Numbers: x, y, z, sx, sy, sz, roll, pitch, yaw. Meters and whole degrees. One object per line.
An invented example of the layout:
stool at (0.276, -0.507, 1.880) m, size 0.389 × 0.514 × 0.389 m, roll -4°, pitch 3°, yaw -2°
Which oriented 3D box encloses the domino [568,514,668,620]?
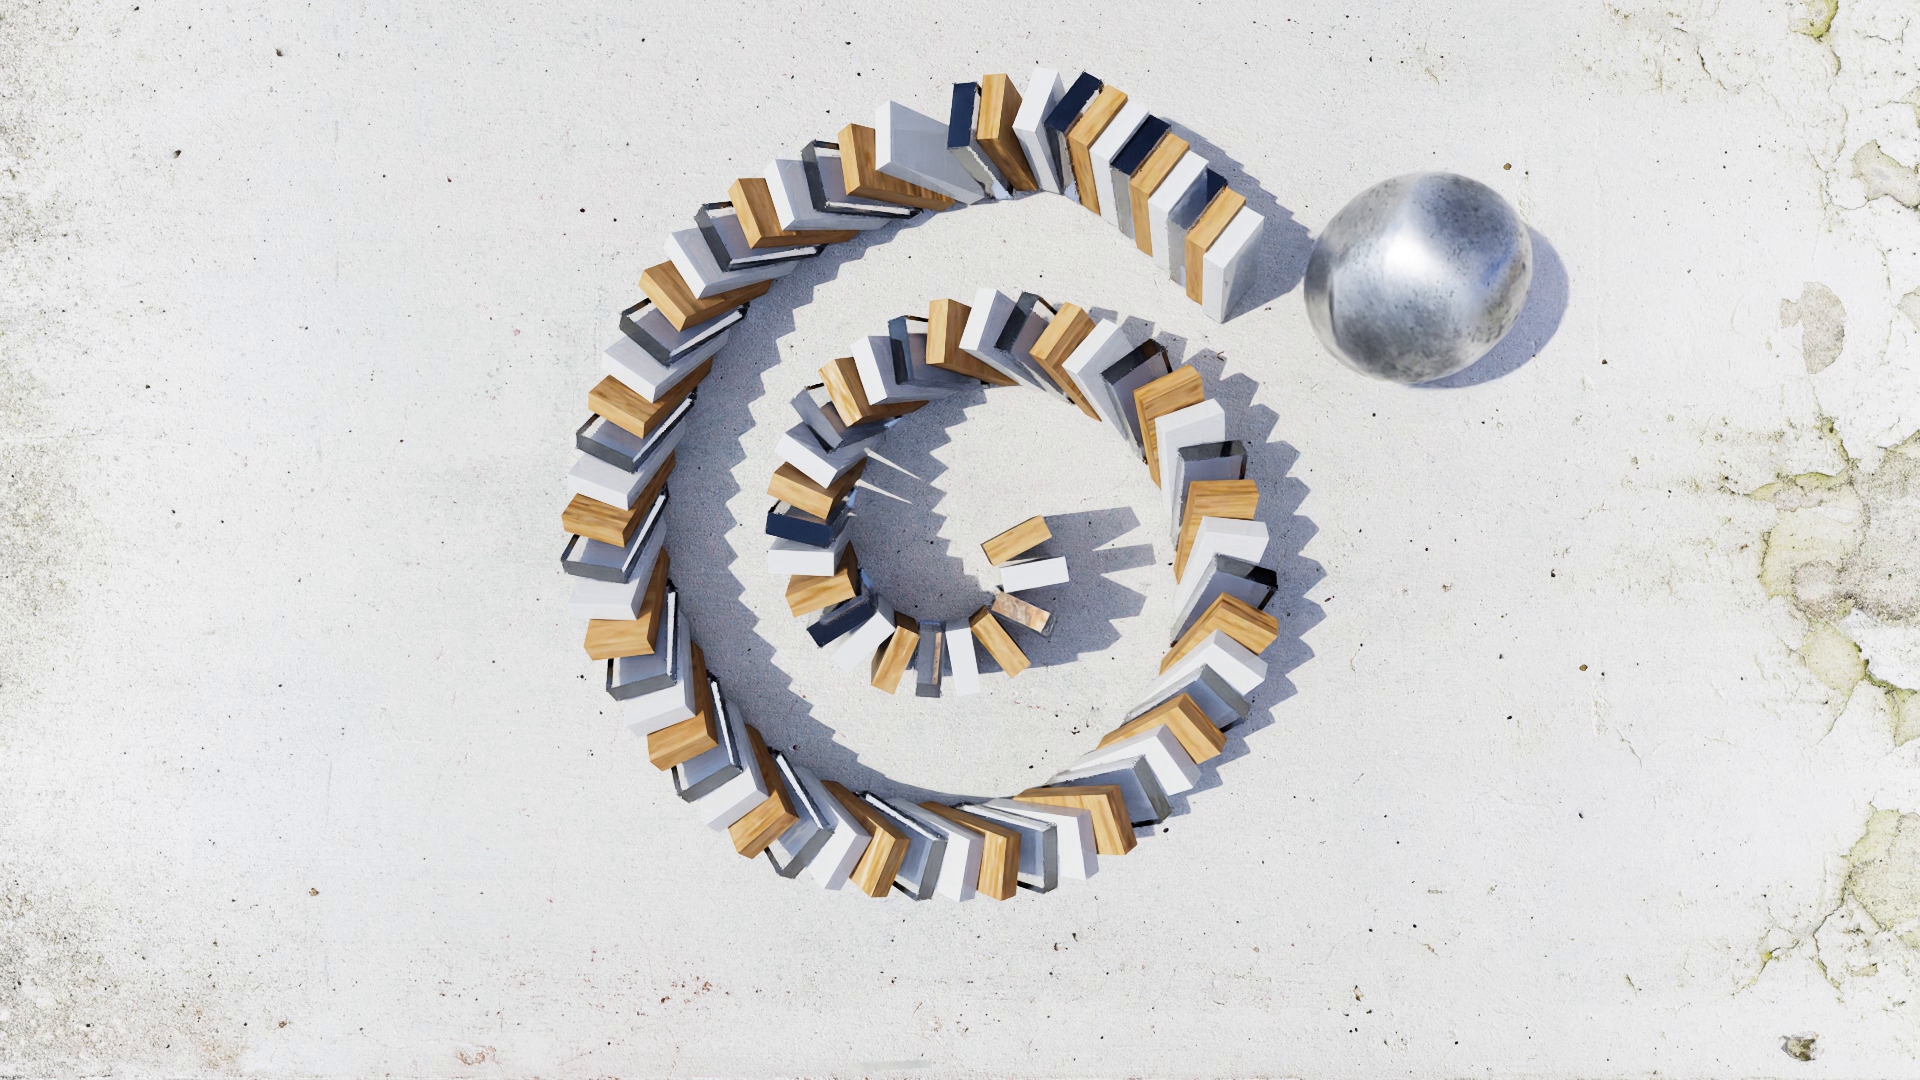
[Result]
domino at (-0.141, 0.010, 0.380) m, size 0.025 × 0.010 × 0.050 m, roll 2°, pitch 48°, yaw 1°

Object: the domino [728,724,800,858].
domino at (-0.087, 0.103, 0.379) m, size 0.025 × 0.010 × 0.050 m, roll -41°, pitch 47°, yaw 1°

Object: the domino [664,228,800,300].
domino at (-0.094, -0.118, 0.380) m, size 0.050 × 0.010 × 0.025 m, roll -33°, pitch 89°, yaw -42°

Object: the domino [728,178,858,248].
domino at (-0.068, -0.136, 0.380) m, size 0.050 × 0.010 × 0.025 m, roll -22°, pitch 89°, yaw -42°

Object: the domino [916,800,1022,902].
domino at (0.002, 0.128, 0.380) m, size 0.050 × 0.010 × 0.025 m, roll 5°, pitch 91°, yaw 42°

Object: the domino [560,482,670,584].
domino at (-0.142, -0.006, 0.380) m, size 0.025 × 0.010 × 0.050 m, roll 10°, pitch 48°, yaw 1°

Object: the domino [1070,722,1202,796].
domino at (0.072, 0.096, 0.380) m, size 0.050 × 0.009 × 0.025 m, roll -36°, pitch 90°, yaw 43°

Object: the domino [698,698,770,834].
domino at (-0.098, 0.092, 0.380) m, size 0.025 × 0.010 × 0.050 m, roll -35°, pitch 48°, yaw 1°

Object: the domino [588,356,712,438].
domino at (-0.127, -0.066, 0.380) m, size 0.025 × 0.009 × 0.050 m, roll 29°, pitch 49°, yaw 0°

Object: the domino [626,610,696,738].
domino at (-0.125, 0.054, 0.380) m, size 0.025 × 0.009 × 0.050 m, roll -20°, pitch 48°, yaw 0°

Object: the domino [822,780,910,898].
domino at (-0.044, 0.123, 0.380) m, size 0.050 × 0.009 × 0.025 m, roll 23°, pitch 90°, yaw 42°

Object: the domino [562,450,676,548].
domino at (-0.140, -0.021, 0.380) m, size 0.025 × 0.009 × 0.050 m, roll 15°, pitch 48°, yaw 1°

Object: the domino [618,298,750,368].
domino at (-0.113, -0.093, 0.380) m, size 0.025 × 0.009 × 0.050 m, roll 40°, pitch 48°, yaw 0°

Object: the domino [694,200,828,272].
domino at (-0.081, -0.128, 0.380) m, size 0.050 × 0.010 × 0.025 m, roll -27°, pitch 89°, yaw -42°

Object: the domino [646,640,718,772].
domino at (-0.117, 0.068, 0.380) m, size 0.025 × 0.010 × 0.050 m, roll -25°, pitch 48°, yaw 0°

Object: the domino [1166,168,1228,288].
domino at (0.097, -0.126, 0.375) m, size 0.010 × 0.050 × 0.025 m, roll 39°, pitch 90°, yaw 18°

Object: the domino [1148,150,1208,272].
domino at (0.090, -0.133, 0.375) m, size 0.009 × 0.050 × 0.025 m, roll 39°, pitch 90°, yaw 18°

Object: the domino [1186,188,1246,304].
domino at (0.104, -0.119, 0.375) m, size 0.009 × 0.050 × 0.025 m, roll 39°, pitch 90°, yaw 18°

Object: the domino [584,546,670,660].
domino at (-0.137, 0.025, 0.380) m, size 0.025 × 0.009 × 0.050 m, roll -7°, pitch 47°, yaw 0°

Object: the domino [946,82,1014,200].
domino at (0.010, -0.162, 0.375) m, size 0.010 × 0.050 × 0.025 m, roll 6°, pitch 89°, yaw 23°

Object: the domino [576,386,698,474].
domino at (-0.133, -0.051, 0.380) m, size 0.025 × 0.009 × 0.050 m, roll 25°, pitch 48°, yaw 0°

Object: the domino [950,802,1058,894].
domino at (0.017, 0.126, 0.379) m, size 0.050 × 0.010 × 0.025 m, roll 0°, pitch 91°, yaw 43°

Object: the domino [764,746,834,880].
domino at (-0.074, 0.112, 0.379) m, size 0.025 × 0.010 × 0.050 m, roll -49°, pitch 47°, yaw 1°

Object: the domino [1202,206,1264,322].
domino at (0.111, -0.111, 0.375) m, size 0.009 × 0.050 × 0.025 m, roll 39°, pitch 90°, yaw 18°

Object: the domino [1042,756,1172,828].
domino at (0.060, 0.107, 0.379) m, size 0.050 × 0.010 × 0.025 m, roll -27°, pitch 90°, yaw 43°

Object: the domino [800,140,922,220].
domino at (-0.040, -0.149, 0.380) m, size 0.050 × 0.010 × 0.025 m, roll -13°, pitch 90°, yaw -41°

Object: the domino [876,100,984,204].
domino at (-0.012, -0.159, 0.379) m, size 0.050 × 0.010 × 0.025 m, roll 3°, pitch 85°, yaw -41°

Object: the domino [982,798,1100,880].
domino at (0.033, 0.123, 0.379) m, size 0.050 × 0.009 × 0.025 m, roll -8°, pitch 91°, yaw 43°

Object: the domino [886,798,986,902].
domino at (-0.013, 0.127, 0.380) m, size 0.050 × 0.010 × 0.025 m, roll 10°, pitch 90°, yaw 42°

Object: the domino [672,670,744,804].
domino at (-0.108, 0.080, 0.380) m, size 0.025 × 0.009 × 0.050 m, roll -30°, pitch 48°, yaw 0°

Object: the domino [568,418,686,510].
domino at (-0.137, -0.036, 0.380) m, size 0.025 × 0.009 × 0.050 m, roll 20°, pitch 48°, yaw 0°

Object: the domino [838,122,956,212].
domino at (-0.026, -0.154, 0.380) m, size 0.050 × 0.009 × 0.025 m, roll -8°, pitch 89°, yaw -41°

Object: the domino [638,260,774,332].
domino at (-0.104, -0.107, 0.380) m, size 0.025 × 0.009 × 0.050 m, roll 48°, pitch 47°, yaw 0°

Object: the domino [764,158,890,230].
domino at (-0.054, -0.143, 0.380) m, size 0.050 × 0.010 × 0.025 m, roll -18°, pitch 90°, yaw -42°

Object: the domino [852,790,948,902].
domino at (-0.029, 0.126, 0.380) m, size 0.050 × 0.010 × 0.025 m, roll 16°, pitch 90°, yaw 42°

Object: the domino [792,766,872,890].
domino at (-0.060, 0.118, 0.379) m, size 0.050 × 0.010 × 0.025 m, roll 31°, pitch 90°, yaw 43°

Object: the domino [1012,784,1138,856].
domino at (0.047, 0.116, 0.379) m, size 0.050 × 0.009 × 0.025 m, roll -18°, pitch 90°, yaw 44°

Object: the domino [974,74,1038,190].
domino at (0.021, -0.165, 0.375) m, size 0.009 × 0.050 × 0.025 m, roll 7°, pitch 90°, yaw 22°

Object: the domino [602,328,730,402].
domino at (-0.121, -0.080, 0.380) m, size 0.025 × 0.009 × 0.050 m, roll 34°, pitch 49°, yaw 0°

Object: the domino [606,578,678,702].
domino at (-0.131, 0.041, 0.380) m, size 0.025 × 0.009 × 0.050 m, roll -15°, pitch 48°, yaw 0°
